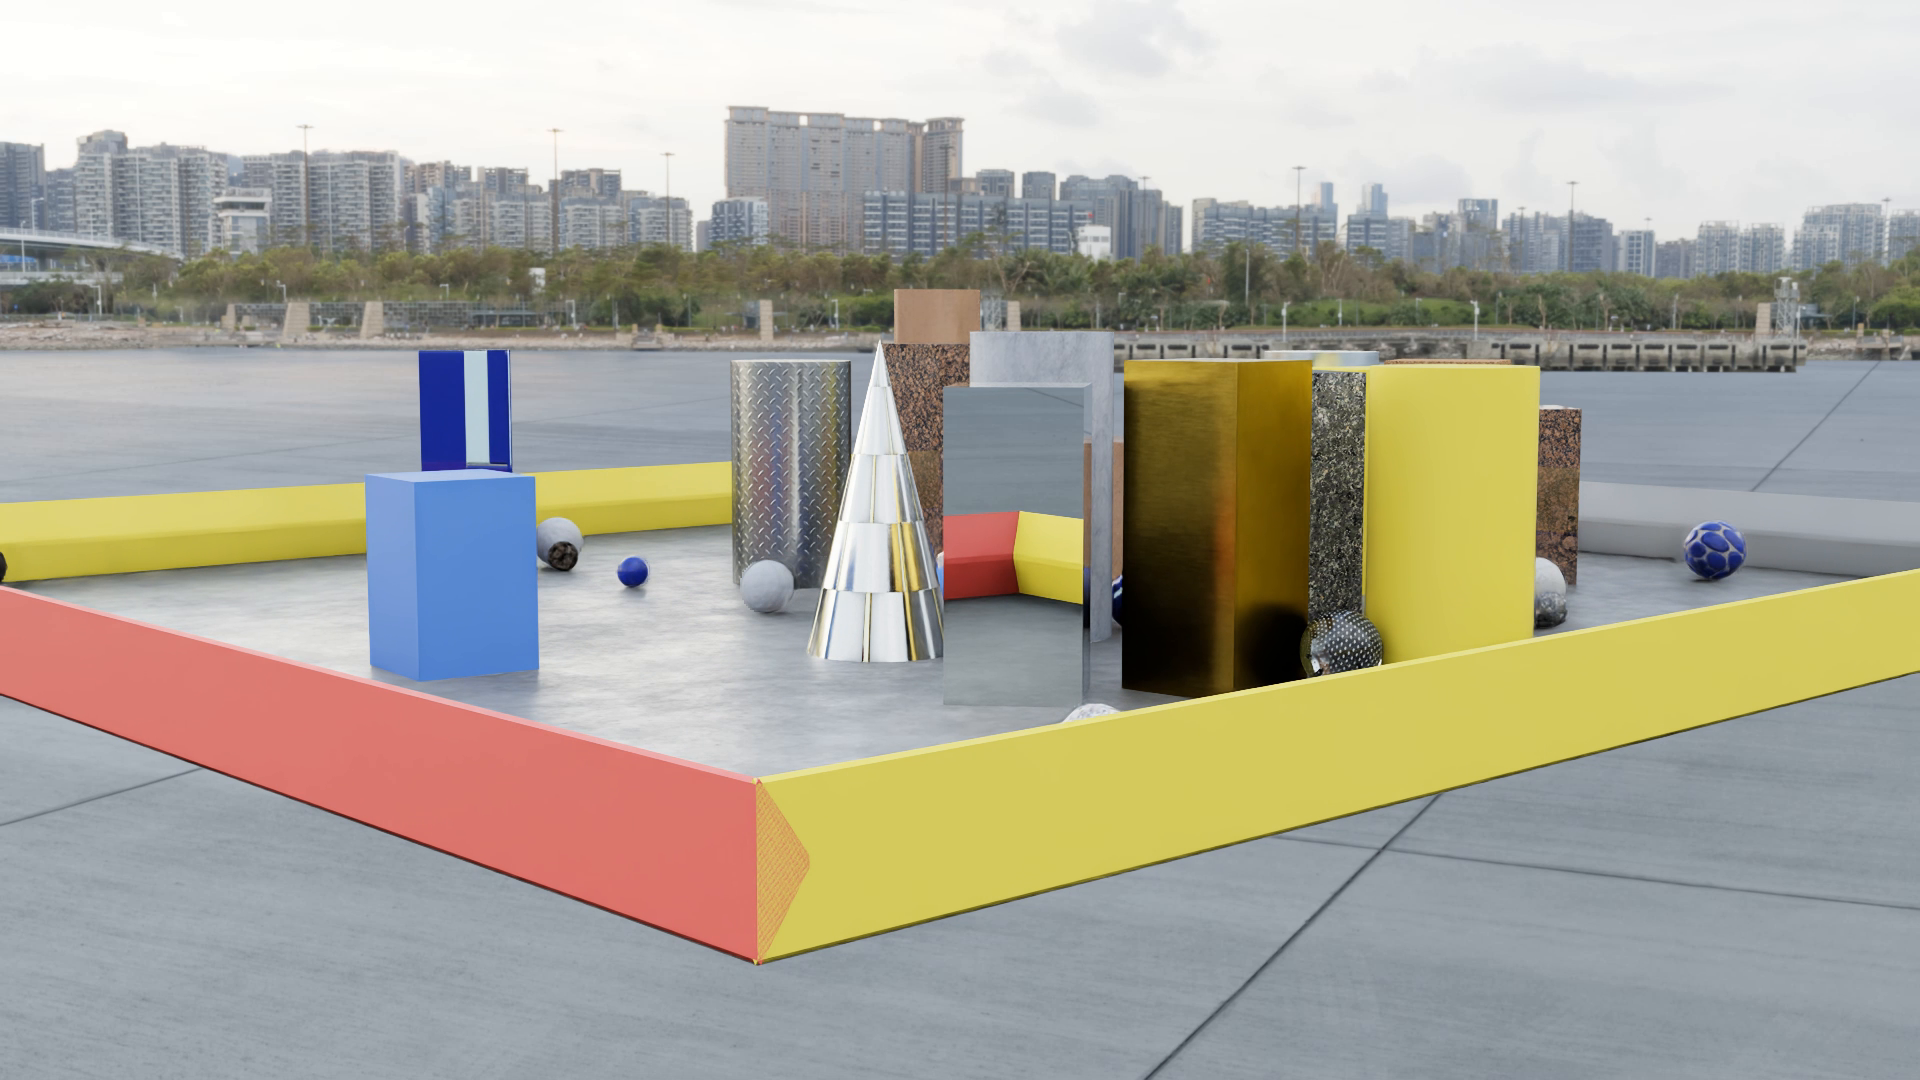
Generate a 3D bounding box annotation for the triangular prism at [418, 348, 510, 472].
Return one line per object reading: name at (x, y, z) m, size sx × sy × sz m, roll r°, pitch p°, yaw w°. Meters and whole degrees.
triangular prism at (-0.815, -0.139, 3.786) m, size 0.170 × 0.378 × 0.147 m, roll 2°, pitch 6°, yaw 17°

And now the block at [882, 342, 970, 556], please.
block at (-0.030, -0.157, 3.919) m, size 0.157 × 0.385 × 0.157 m, roll -5°, pitch 8°, yaw -42°

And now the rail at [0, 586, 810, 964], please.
rail at (-0.980, 0.127, 2.433) m, size 0.045 × 0.127 × 2.534 m, roll -5°, pitch 8°, yaw -42°

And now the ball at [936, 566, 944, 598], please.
ball at (-0.023, 0.081, 3.070) m, size 0.088 × 0.088 × 0.088 m, roll 0°, pitch 6°, yaw 0°

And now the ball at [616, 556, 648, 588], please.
ball at (-0.528, 0.051, 3.545) m, size 0.050 × 0.050 × 0.050 m, roll 0°, pitch 6°, yaw 0°

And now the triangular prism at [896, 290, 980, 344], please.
triangular prism at (-0.067, -0.235, 4.197) m, size 0.170 × 0.483 × 0.147 m, roll -2°, pitch 6°, yaw -21°

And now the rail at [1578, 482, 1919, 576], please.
rail at (0.980, -0.061, 4.231) m, size 0.045 × 0.127 × 2.534 m, roll -5°, pitch 8°, yaw -42°

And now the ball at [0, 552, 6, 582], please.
ball at (-1.562, 0.043, 3.514) m, size 0.072 × 0.072 × 0.072 m, roll 0°, pitch 6°, yaw 0°

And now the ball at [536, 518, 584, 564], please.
ball at (-0.700, 0.003, 3.830) m, size 0.086 × 0.086 × 0.086 m, roll 0°, pitch 6°, yaw 0°

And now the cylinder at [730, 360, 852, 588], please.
cylinder at (-0.276, -0.112, 3.601) m, size 0.196 × 0.362 × 0.196 m, roll 0°, pitch 6°, yaw 0°

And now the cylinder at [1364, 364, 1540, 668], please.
cylinder at (0.583, -0.017, 2.611) m, size 0.196 × 0.378 × 0.196 m, roll 0°, pitch 6°, yaw 0°

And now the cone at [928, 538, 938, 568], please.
cone at (-0.106, -0.041, 3.201) m, size 0.196 × 0.304 × 0.196 m, roll 0°, pitch 6°, yaw 0°

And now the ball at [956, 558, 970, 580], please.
ball at (0.034, 0.068, 3.164) m, size 0.094 × 0.094 × 0.094 m, roll 0°, pitch 6°, yaw 0°

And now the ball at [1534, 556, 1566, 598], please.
ball at (0.836, 0.068, 3.200) m, size 0.087 × 0.087 × 0.087 m, roll 0°, pitch 6°, yaw 0°

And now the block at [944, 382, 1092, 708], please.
block at (0.068, 0.001, 2.537) m, size 0.157 × 0.359 × 0.157 m, roll 1°, pitch 6°, yaw 7°

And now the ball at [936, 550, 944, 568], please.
ball at (0.002, 0.055, 3.297) m, size 0.094 × 0.094 × 0.094 m, roll 0°, pitch 6°, yaw 0°

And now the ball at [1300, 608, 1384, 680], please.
ball at (0.446, 0.129, 2.573) m, size 0.097 × 0.097 × 0.097 m, roll 0°, pitch 6°, yaw 0°

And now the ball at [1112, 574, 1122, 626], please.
ball at (0.247, 0.084, 3.058) m, size 0.085 × 0.085 × 0.085 m, roll 0°, pitch 6°, yaw 0°

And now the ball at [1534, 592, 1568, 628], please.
ball at (0.829, 0.098, 3.090) m, size 0.051 × 0.051 × 0.051 m, roll 0°, pitch 6°, yaw 0°

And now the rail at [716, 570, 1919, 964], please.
rail at (0.843, 0.128, 2.423) m, size 2.713 × 0.127 × 0.045 m, roll -5°, pitch 8°, yaw -42°

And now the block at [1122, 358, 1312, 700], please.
block at (0.302, -0.018, 2.584) m, size 0.157 × 0.386 × 0.157 m, roll 5°, pitch 8°, yaw 40°

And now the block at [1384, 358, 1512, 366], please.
block at (0.702, -0.073, 3.176) m, size 0.157 × 0.373 × 0.157 m, roll 2°, pitch 6°, yaw 20°

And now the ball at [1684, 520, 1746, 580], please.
ball at (1.250, 0.017, 3.641) m, size 0.098 × 0.098 × 0.098 m, roll 0°, pitch 6°, yaw 0°

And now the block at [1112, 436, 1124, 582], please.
block at (0.268, -0.033, 3.407) m, size 0.157 × 0.246 × 0.157 m, roll 4°, pitch 7°, yaw 35°

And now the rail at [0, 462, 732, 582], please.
rail at (-0.843, -0.062, 4.241) m, size 2.713 × 0.127 × 0.045 m, roll -5°, pitch 8°, yaw -42°

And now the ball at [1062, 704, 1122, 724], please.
ball at (0.129, 0.192, 2.077) m, size 0.075 × 0.075 × 0.075 m, roll 0°, pitch 6°, yaw 0°

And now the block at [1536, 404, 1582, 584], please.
block at (0.925, -0.078, 3.642) m, size 0.157 × 0.285 × 0.157 m, roll 0°, pitch 6°, yaw 0°

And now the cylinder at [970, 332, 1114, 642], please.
cylinder at (0.111, -0.076, 3.006) m, size 0.196 × 0.415 × 0.196 m, roll 0°, pitch 6°, yaw 0°

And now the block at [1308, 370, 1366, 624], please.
block at (0.406, -0.031, 2.800) m, size 0.157 × 0.367 × 0.157 m, roll -2°, pitch 6°, yaw -17°

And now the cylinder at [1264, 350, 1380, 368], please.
cylinder at (0.622, -0.139, 3.804) m, size 0.196 × 0.373 × 0.196 m, roll 0°, pitch 6°, yaw 0°

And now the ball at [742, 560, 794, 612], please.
ball at (-0.283, 0.068, 3.247) m, size 0.077 × 0.077 × 0.077 m, roll 0°, pitch 6°, yaw 0°

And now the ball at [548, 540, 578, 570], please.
ball at (-0.680, 0.027, 3.764) m, size 0.052 × 0.052 × 0.052 m, roll 0°, pitch 6°, yaw 0°

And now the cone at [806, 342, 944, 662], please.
cone at (-0.104, -0.058, 2.866) m, size 0.196 × 0.408 × 0.196 m, roll 0°, pitch 6°, yaw 0°

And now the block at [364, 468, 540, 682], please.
block at (-0.633, 0.039, 2.740) m, size 0.157 × 0.241 × 0.157 m, roll -4°, pitch 7°, yaw -36°

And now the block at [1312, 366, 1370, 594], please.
block at (0.643, -0.099, 3.526) m, size 0.157 × 0.352 × 0.157 m, roll -4°, pitch 7°, yaw -31°
